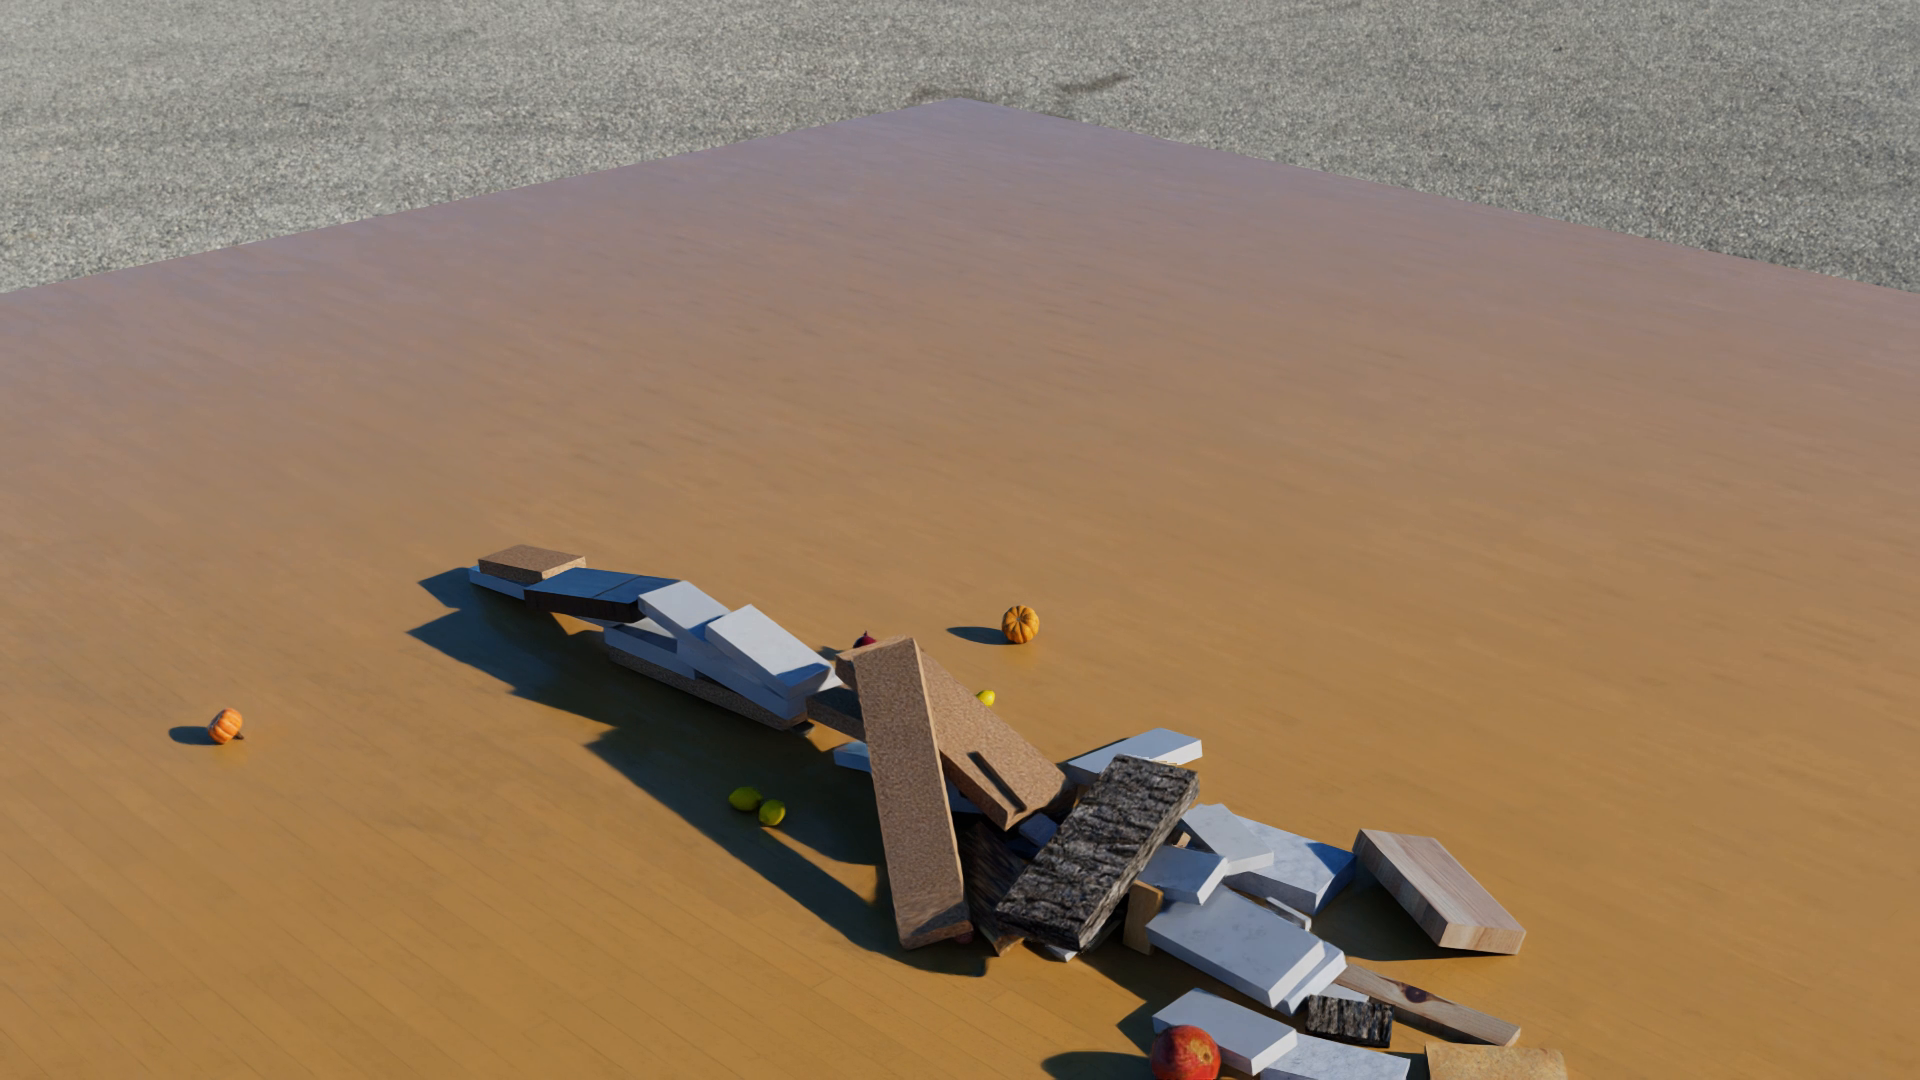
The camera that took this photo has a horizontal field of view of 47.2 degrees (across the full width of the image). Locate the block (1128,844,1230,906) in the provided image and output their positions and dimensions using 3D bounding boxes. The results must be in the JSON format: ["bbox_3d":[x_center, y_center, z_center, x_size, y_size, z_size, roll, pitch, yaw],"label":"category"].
[{"bbox_3d":[0.333,0.603,4.059,0.328,0.029,0.102,4,38,42],"label":"block"}]

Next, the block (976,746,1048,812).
[{"bbox_3d":[0.100,0.457,4.219,0.049,0.014,0.186,-12,36,-28],"label":"block"}]

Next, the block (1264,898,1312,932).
[{"bbox_3d":[0.601,0.700,4.045,0.014,0.049,0.099,-15,27,-39],"label":"block"}]

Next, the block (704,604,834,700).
[{"bbox_3d":[-0.413,0.240,4.734,0.261,0.037,0.130,34,39,28],"label":"block"}]

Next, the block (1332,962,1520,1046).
[{"bbox_3d":[0.678,0.776,3.905,0.642,0.020,0.072,16,28,33],"label":"block"}]

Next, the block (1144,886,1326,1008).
[{"bbox_3d":[0.484,0.709,3.889,0.145,0.041,0.291,-37,38,-28],"label":"block"}]

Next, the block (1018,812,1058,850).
[{"bbox_3d":[0.168,0.559,4.146,0.056,0.016,0.112,-31,43,-27],"label":"block"}]

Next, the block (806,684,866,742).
[{"bbox_3d":[-0.161,0.363,4.574,0.165,0.047,0.330,-17,20,-33],"label":"block"}]

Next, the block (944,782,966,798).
[{"bbox_3d":[-0.034,0.483,4.473,0.117,0.033,0.234,-19,9,-39],"label":"block"}]

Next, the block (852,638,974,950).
[{"bbox_3d":[-0.097,0.472,4.223,0.131,0.037,0.699,-18,45,5],"label":"block"}]

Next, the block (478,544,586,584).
[{"bbox_3d":[-1.051,0.061,5.400,0.260,0.037,0.130,9,23,42],"label":"block"}]

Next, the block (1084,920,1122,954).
[{"bbox_3d":[0.254,0.701,4.032,0.061,0.017,0.121,21,52,41],"label":"block"}]

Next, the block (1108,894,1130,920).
[{"bbox_3d":[0.251,0.666,4.019,0.112,0.016,0.056,2,32,18],"label":"block"}]

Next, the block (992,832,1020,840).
[{"bbox_3d":[0.089,0.571,4.353,0.055,0.016,0.110,-19,12,-35],"label":"block"}]

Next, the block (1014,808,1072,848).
[{"bbox_3d":[0.121,0.509,4.276,0.109,0.031,0.219,-18,38,-35],"label":"block"}]

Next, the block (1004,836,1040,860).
[{"bbox_3d":[0.136,0.599,4.260,0.055,0.016,0.110,-20,18,-39],"label":"block"}]

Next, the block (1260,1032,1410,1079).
[{"bbox_3d":[0.622,0.880,3.647,0.224,0.032,0.112,9,25,21],"label":"block"}]

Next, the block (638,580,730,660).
[{"bbox_3d":[-0.585,0.175,4.876,0.130,0.037,0.260,-19,36,-38],"label":"block"}]

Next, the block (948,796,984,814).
[{"bbox_3d":[0.016,0.512,4.421,0.109,0.031,0.219,-19,9,-37],"label":"block"}]

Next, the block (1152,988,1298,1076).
[{"bbox_3d":[0.446,0.829,3.718,0.112,0.032,0.224,-24,24,-36],"label":"block"}]

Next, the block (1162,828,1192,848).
[{"bbox_3d":[0.344,0.578,4.278,0.203,0.102,0.029,24,-9,44],"label":"block"}]

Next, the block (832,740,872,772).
[{"bbox_3d":[-0.147,0.449,4.584,0.117,0.033,0.234,-19,15,-37],"label":"block"}]

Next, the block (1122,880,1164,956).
[{"bbox_3d":[0.332,0.685,3.989,0.061,0.121,0.017,18,17,38],"label":"block"}]

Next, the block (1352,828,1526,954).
[{"bbox_3d":[0.888,0.652,4.100,0.172,0.049,0.344,10,18,-22],"label":"block"}]

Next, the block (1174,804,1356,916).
[{"bbox_3d":[0.571,0.614,4.251,0.344,0.049,0.172,15,27,32],"label":"block"}]

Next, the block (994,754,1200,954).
[{"bbox_3d":[0.258,0.567,4.042,0.172,0.049,0.478,10,36,31],"label":"block"}]

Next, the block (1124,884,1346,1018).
[{"bbox_3d":[0.474,0.706,3.975,0.145,0.041,0.458,-35,37,-27],"label":"block"}]

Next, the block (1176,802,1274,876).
[{"bbox_3d":[0.508,0.576,4.241,0.102,0.029,0.203,-9,25,-21],"label":"block"}]

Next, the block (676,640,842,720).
[{"bbox_3d":[-0.438,0.275,4.801,0.340,0.048,0.170,25,34,33],"label":"block"}]

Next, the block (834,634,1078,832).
[{"bbox_3d":[-0.016,0.375,4.392,0.170,0.048,0.590,-16,38,-33],"label":"block"}]

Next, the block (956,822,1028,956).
[{"bbox_3d":[0.056,0.647,4.102,0.145,0.041,0.291,-34,34,-13],"label":"block"}]

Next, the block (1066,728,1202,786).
[{"bbox_3d":[0.365,0.459,4.601,0.261,0.037,0.131,-17,18,-34],"label":"block"}]

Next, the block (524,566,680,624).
[{"bbox_3d":[-0.825,0.126,5.079,0.340,0.048,0.170,6,21,36],"label":"block"}]

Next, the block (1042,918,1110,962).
[{"bbox_3d":[0.213,0.711,4.007,0.122,0.017,0.061,-39,41,-25],"label":"block"}]

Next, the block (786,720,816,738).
[{"bbox_3d":[-0.363,0.396,4.790,0.046,0.013,0.092,-21,41,-40],"label":"block"}]

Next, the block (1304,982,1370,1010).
[{"bbox_3d":[0.634,0.800,3.849,0.143,0.020,0.072,15,28,32],"label":"block"}]

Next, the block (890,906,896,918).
[{"bbox_3d":[-0.077,0.688,4.121,0.099,0.014,0.050,-17,28,-34],"label":"block"}]

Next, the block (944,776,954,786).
[{"bbox_3d":[-0.038,0.434,4.438,0.117,0.033,0.234,-18,21,-35],"label":"block"}]

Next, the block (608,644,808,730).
[{"bbox_3d":[-0.540,0.299,4.950,0.597,0.047,0.165,17,28,41],"label":"block"}]

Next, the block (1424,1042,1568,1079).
[{"bbox_3d":[0.887,0.883,3.638,0.224,0.032,0.112,2,23,5],"label":"block"}]

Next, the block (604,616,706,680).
[{"bbox_3d":[-0.646,0.229,5.016,0.330,0.047,0.165,17,28,42],"label":"block"}]

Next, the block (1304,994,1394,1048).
[{"bbox_3d":[0.666,0.823,3.762,0.143,0.020,0.072,6,46,13],"label":"block"}]

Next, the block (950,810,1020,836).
[{"bbox_3d":[0.092,0.543,4.365,0.109,0.031,0.219,-20,14,-39],"label":"block"}]

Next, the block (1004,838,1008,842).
[{"bbox_3d":[0.147,0.603,4.319,0.110,0.016,0.055,21,31,40],"label":"block"}]

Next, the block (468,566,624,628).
[{"bbox_3d":[-0.970,0.119,5.305,0.130,0.037,0.648,-20,21,-37],"label":"block"}]
